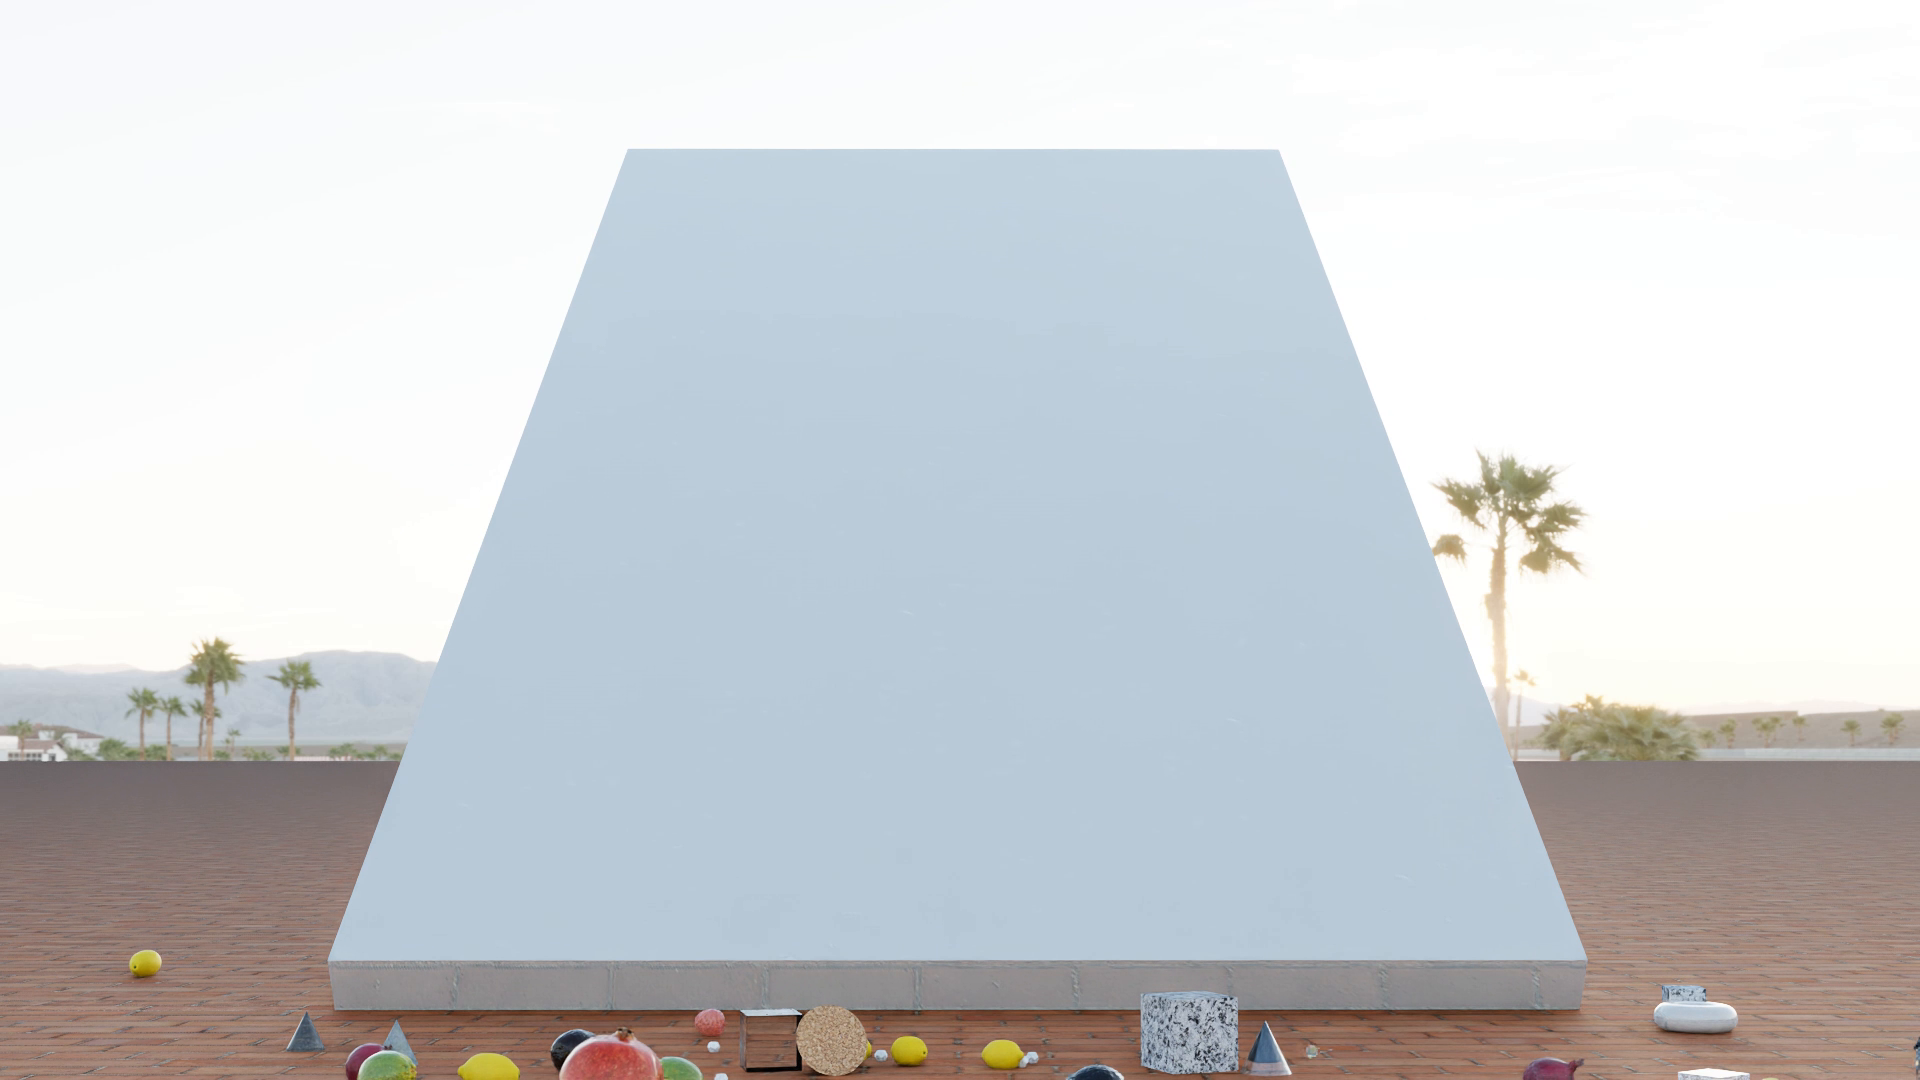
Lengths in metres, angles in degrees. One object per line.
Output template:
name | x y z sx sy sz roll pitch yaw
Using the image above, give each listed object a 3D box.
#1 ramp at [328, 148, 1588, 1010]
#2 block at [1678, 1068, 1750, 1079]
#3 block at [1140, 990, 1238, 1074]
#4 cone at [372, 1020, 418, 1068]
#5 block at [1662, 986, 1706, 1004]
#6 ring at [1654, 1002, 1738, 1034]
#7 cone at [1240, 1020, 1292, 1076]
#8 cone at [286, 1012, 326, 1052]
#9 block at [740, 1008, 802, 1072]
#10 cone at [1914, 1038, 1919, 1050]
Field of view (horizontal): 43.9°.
ramp | -0.011 -0.223 5.574 2.000 0.100 4.000 0 28 0
block | 0.841 0.622 2.658 0.055 0.055 0.055 4 -6 -36
block | 0.300 0.644 3.123 0.094 0.094 0.094 2 -6 -22
cone | -0.747 0.665 3.157 0.059 0.059 0.059 0 -5 0
block | 1.106 0.711 3.641 0.055 0.055 0.055 0 -5 5
ring | 1.094 0.710 3.546 0.121 0.040 0.121 1 -6 0
cone | 0.395 0.654 3.078 0.067 0.067 0.067 0 -5 0
cone | -0.910 0.682 3.316 0.054 0.054 0.054 0 -5 0
block | -0.248 0.655 3.124 0.072 0.072 0.072 1 -5 -13
cone | 1.360 0.680 3.321 0.059 0.059 0.059 0 -5 0
